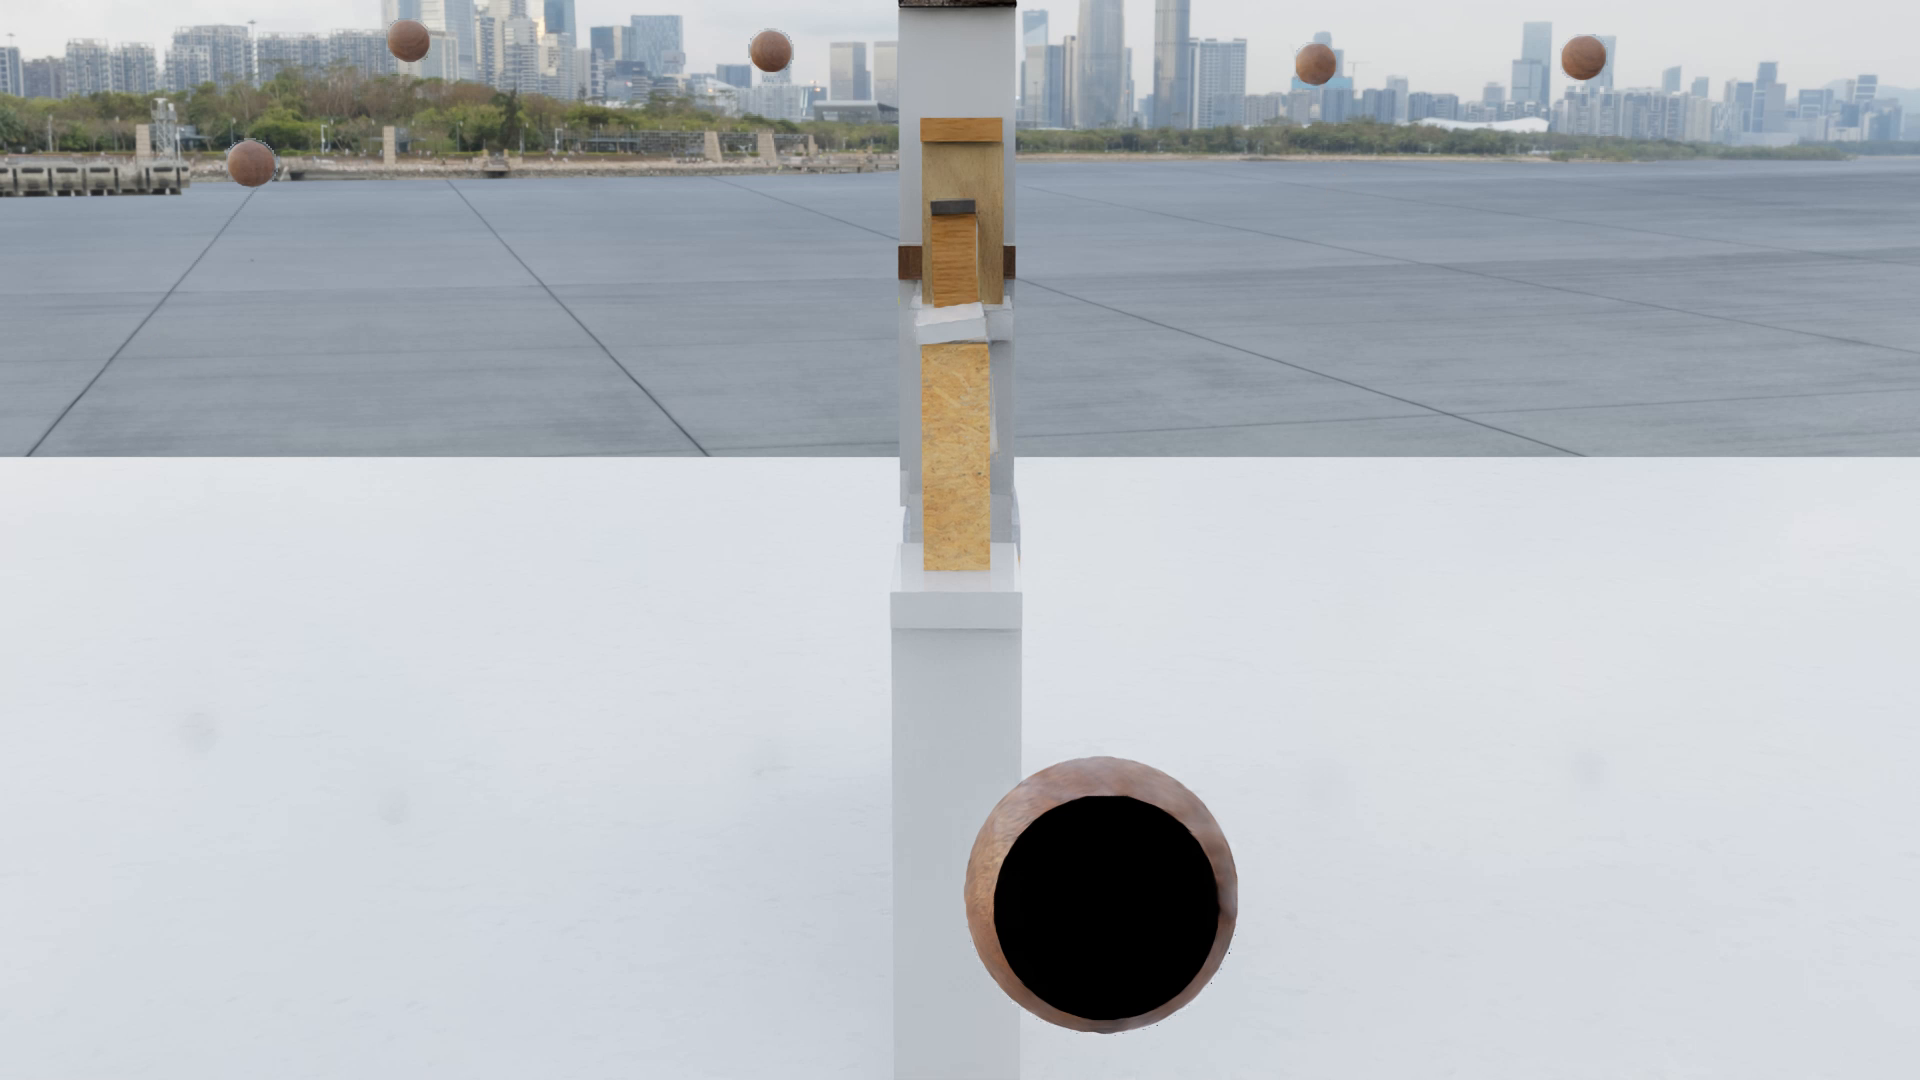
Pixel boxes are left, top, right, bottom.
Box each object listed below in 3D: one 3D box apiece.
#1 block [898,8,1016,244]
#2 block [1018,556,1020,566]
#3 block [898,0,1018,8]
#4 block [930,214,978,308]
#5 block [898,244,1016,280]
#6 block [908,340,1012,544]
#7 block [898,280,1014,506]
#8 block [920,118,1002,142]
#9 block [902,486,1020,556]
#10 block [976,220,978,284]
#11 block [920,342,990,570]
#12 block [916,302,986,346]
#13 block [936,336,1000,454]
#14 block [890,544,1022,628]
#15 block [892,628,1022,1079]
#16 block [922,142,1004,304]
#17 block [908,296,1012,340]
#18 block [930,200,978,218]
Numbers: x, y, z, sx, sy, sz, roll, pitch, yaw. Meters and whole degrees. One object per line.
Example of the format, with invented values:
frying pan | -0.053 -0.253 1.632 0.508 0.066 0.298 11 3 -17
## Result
block | -0.004 -0.622 3.312 0.174 0.348 0.049 0 11 0
block | 0.003 0.247 3.332 0.173 0.473 0.049 0 10 0
block | -0.004 -0.839 3.389 0.174 0.049 0.348 0 11 0
block | -0.005 -0.279 2.975 0.059 0.319 0.017 -2 10 -2
block | -0.004 -0.445 3.446 0.175 0.049 0.349 0 11 0
block | 0.001 -0.058 3.095 0.143 0.456 0.040 0 11 0
block | -0.005 -0.228 3.368 0.175 0.349 0.049 0 11 0
block | 0.004 -0.586 3.141 0.113 0.032 0.227 0 11 1
block | 0.003 -0.031 3.398 0.173 0.049 0.346 0 10 0
block | -0.005 -0.381 3.038 0.059 0.119 0.017 0 10 1
block | -0.005 -0.107 2.837 0.086 0.292 0.024 -1 10 0
block | -0.011 -0.283 2.863 0.086 0.024 0.173 -8 12 1
block | 0.000 -0.199 2.943 0.086 0.173 0.024 -7 12 2
block | -0.005 0.057 2.884 0.164 0.047 0.328 0 11 0
block | -0.004 0.417 2.839 0.164 0.644 0.047 0 11 0
block | 0.004 -0.445 3.090 0.113 0.227 0.032 0 10 0
block | 0.001 -0.319 3.143 0.143 0.040 0.285 0 11 0
block | -0.007 -0.448 2.987 0.059 0.017 0.119 -1 5 2
